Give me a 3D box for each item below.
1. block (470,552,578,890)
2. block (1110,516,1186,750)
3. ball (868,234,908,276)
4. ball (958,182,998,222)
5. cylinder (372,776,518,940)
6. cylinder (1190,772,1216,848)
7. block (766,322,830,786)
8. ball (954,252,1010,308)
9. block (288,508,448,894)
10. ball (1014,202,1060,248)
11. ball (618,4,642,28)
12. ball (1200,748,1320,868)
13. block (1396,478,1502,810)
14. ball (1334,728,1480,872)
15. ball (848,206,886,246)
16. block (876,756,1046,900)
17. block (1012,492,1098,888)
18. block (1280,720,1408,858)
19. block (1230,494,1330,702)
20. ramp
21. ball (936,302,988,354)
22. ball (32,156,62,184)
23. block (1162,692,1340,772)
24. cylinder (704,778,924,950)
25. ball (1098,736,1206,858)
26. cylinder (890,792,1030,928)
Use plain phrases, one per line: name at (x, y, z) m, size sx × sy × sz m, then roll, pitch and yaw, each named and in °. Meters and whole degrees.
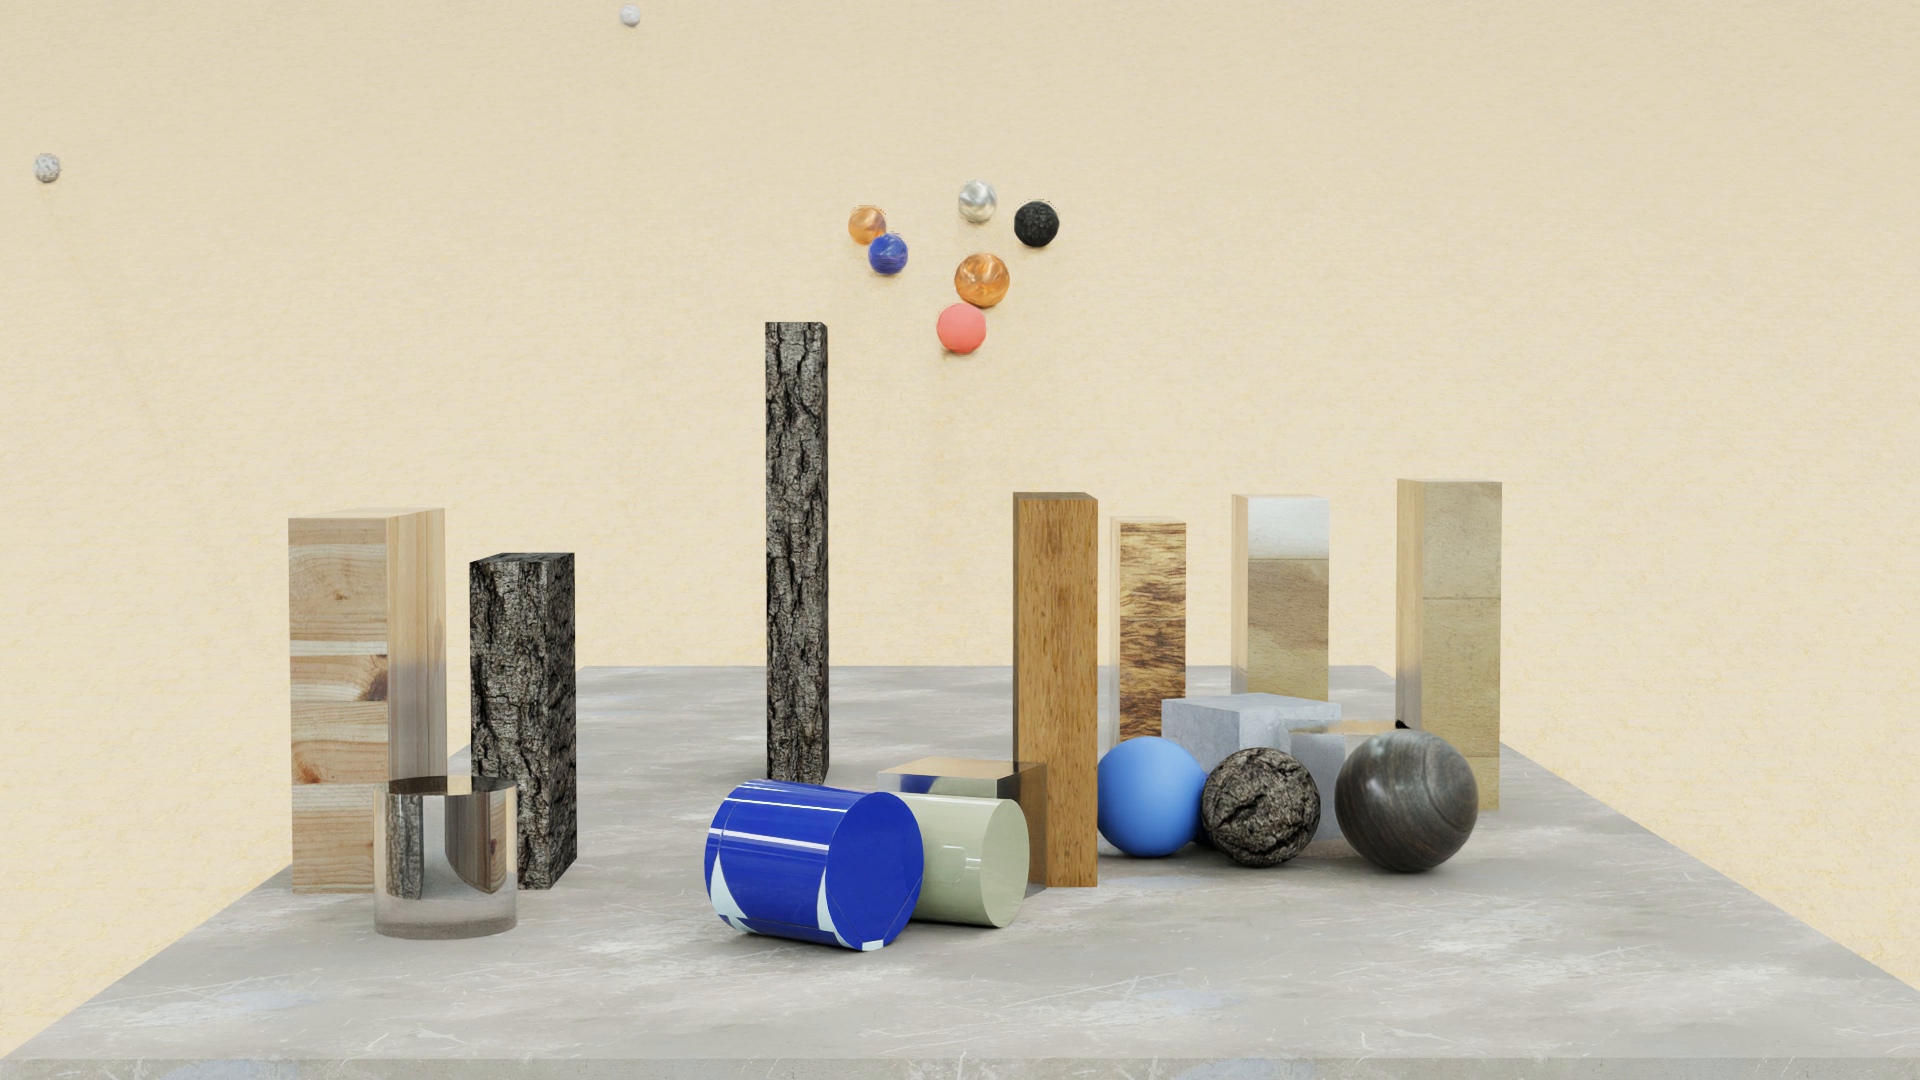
block at (-0.601, 0.243, 3.553) m, size 0.103 × 0.438 × 0.254 m, roll 0°, pitch 3°, yaw 0°
block at (0.318, 0.193, 4.385) m, size 0.109 × 0.457 × 0.284 m, roll 0°, pitch 3°, yaw 0°
ball at (-0.282, -1.120, 10.092) m, size 0.164 × 0.164 × 0.164 m, roll 0°, pitch 22°, yaw 0°
ball at (0.074, -1.420, 10.821) m, size 0.170 × 0.170 × 0.170 m, roll 0°, pitch 22°, yaw 0°
cylinder at (-0.638, 0.392, 3.191) m, size 0.176 × 0.176 × 0.176 m, roll 0°, pitch 3°, yaw 0°
cylinder at (0.385, 0.398, 3.763) m, size 0.107 × 0.107 × 0.107 m, roll -14°, pitch 10°, yaw -31°
block at (-0.284, 0.019, 4.506) m, size 0.095 × 0.792 × 0.240 m, roll 0°, pitch 3°, yaw 0°
ball at (0.084, -0.977, 9.679) m, size 0.210 × 0.210 × 0.210 m, roll 0°, pitch 22°, yaw 0°
block at (-0.820, 0.211, 3.593) m, size 0.129 × 0.498 × 0.393 m, roll 0°, pitch 3°, yaw 0°
ball at (0.311, -1.285, 10.465) m, size 0.187 × 0.187 × 0.187 m, roll 0°, pitch 22°, yaw 0°
ball at (-1.897, -3.012, 14.780) m, size 0.129 × 0.129 × 0.129 m, roll 0°, pitch 22°, yaw 0°
ball at (0.422, 0.375, 3.609) m, size 0.168 × 0.168 × 0.168 m, roll 0°, pitch 22°, yaw 0°
block at (0.802, 0.165, 4.239) m, size 0.126 × 0.527 × 0.243 m, roll 0°, pitch 3°, yaw 0°
ball at (0.619, 0.361, 3.571) m, size 0.199 × 0.199 × 0.199 m, roll 0°, pitch 22°, yaw 0°
ball at (-0.379, -1.280, 10.495) m, size 0.156 × 0.156 × 0.156 m, roll 0°, pitch 22°, yaw 0°
block at (0.004, 0.384, 3.390) m, size 0.170 × 0.170 × 0.170 m, roll 1°, pitch 3°, yaw 24°
block at (0.131, 0.198, 3.619) m, size 0.106 × 0.521 × 0.355 m, roll 0°, pitch 3°, yaw 0°
block at (0.565, 0.362, 3.762) m, size 0.179 × 0.179 × 0.179 m, roll 0°, pitch 3°, yaw 2°
block at (0.532, 0.176, 4.297) m, size 0.132 × 0.499 × 0.247 m, roll 0°, pitch 3°, yaw 0°
ramp at (0.051, 0.465, 4.534) m, size 2.000 × 0.100 × 4.000 m, roll 0°, pitch 3°, yaw 0°
ball at (0.007, -0.756, 9.176) m, size 0.181 × 0.181 × 0.181 m, roll 0°, pitch 22°, yaw 0°
ball at (-4.064, -1.650, 11.446) m, size 0.123 × 0.123 × 0.123 m, roll 0°, pitch 22°, yaw 0°
block at (0.446, 0.345, 3.948) m, size 0.194 × 0.194 × 0.194 m, roll -2°, pitch 3°, yaw -32°
cylinder at (-0.175, 0.389, 3.103) m, size 0.188 × 0.188 × 0.188 m, roll 2°, pitch 19°, yaw 37°
ball at (0.270, 0.368, 3.688) m, size 0.173 × 0.173 × 0.173 m, roll 0°, pitch 22°, yaw 0°
cylinder at (-0.016, 0.399, 3.219) m, size 0.158 × 0.158 × 0.158 m, roll 1°, pitch 21°, yaw 24°
